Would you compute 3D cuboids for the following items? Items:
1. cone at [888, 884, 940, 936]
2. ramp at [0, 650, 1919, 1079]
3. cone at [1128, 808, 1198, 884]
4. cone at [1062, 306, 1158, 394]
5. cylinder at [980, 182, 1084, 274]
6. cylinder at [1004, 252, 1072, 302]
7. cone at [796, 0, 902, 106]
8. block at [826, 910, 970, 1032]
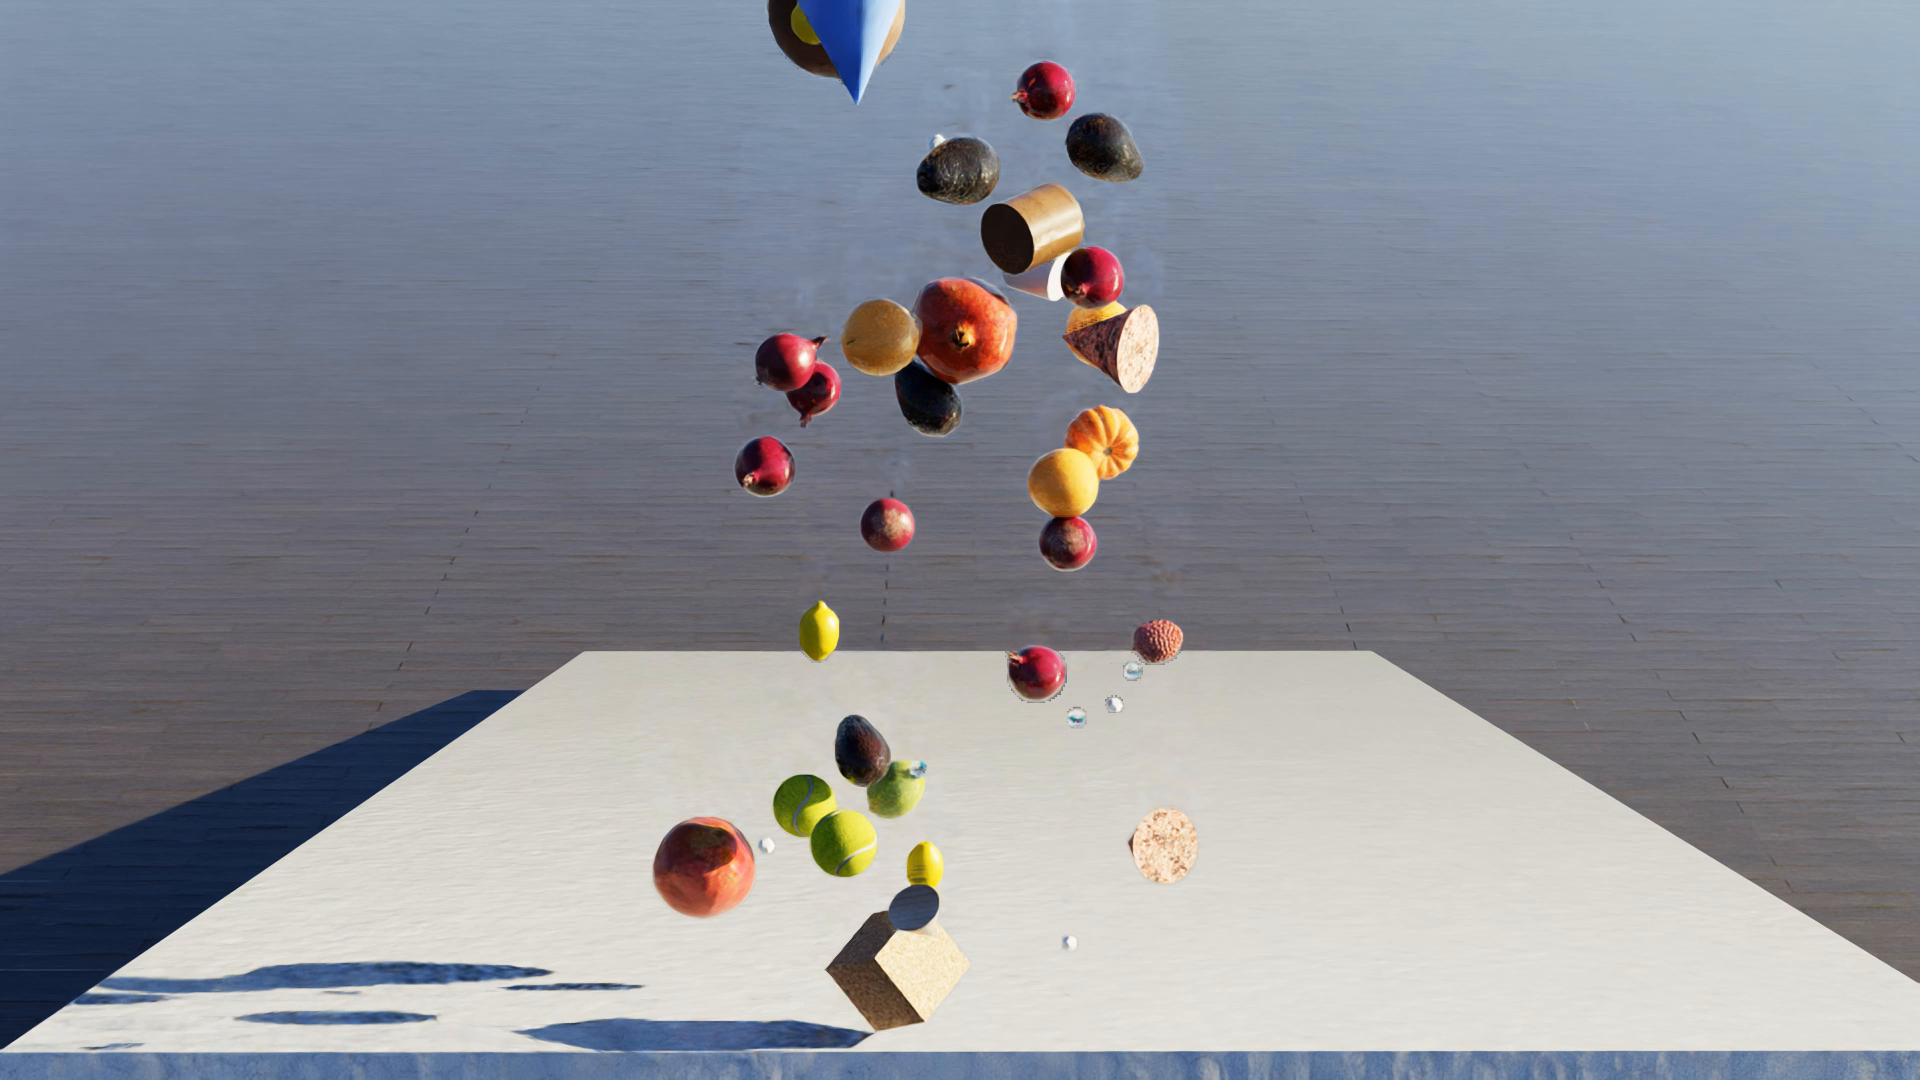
[{"bbox_3d":[-0.035,0.367,2.469,0.053,0.053,0.053,-14,45,15],"label":"cone"},{"bbox_3d":[0.049,0.443,4.532,2.000,0.100,4.000,0,3,0],"label":"ramp"},{"bbox_3d":[0.190,0.310,2.626,0.076,0.076,0.076,-11,2,-27],"label":"cone"},{"bbox_3d":[0.138,-0.195,2.544,0.087,0.087,0.087,12,24,29],"label":"cone"},{"bbox_3d":[0.066,-0.287,2.364,0.067,0.067,0.067,20,36,41],"label":"cylinder"},{"bbox_3d":[0.081,-0.281,2.669,0.053,0.053,0.053,20,28,24],"label":"cylinder"},{"bbox_3d":[-0.090,-0.415,2.167,0.098,0.098,0.098,-3,15,1],"label":"cone"},{"bbox_3d":[-0.062,0.430,2.589,0.085,0.085,0.085,-23,19,49],"label":"block"}]
